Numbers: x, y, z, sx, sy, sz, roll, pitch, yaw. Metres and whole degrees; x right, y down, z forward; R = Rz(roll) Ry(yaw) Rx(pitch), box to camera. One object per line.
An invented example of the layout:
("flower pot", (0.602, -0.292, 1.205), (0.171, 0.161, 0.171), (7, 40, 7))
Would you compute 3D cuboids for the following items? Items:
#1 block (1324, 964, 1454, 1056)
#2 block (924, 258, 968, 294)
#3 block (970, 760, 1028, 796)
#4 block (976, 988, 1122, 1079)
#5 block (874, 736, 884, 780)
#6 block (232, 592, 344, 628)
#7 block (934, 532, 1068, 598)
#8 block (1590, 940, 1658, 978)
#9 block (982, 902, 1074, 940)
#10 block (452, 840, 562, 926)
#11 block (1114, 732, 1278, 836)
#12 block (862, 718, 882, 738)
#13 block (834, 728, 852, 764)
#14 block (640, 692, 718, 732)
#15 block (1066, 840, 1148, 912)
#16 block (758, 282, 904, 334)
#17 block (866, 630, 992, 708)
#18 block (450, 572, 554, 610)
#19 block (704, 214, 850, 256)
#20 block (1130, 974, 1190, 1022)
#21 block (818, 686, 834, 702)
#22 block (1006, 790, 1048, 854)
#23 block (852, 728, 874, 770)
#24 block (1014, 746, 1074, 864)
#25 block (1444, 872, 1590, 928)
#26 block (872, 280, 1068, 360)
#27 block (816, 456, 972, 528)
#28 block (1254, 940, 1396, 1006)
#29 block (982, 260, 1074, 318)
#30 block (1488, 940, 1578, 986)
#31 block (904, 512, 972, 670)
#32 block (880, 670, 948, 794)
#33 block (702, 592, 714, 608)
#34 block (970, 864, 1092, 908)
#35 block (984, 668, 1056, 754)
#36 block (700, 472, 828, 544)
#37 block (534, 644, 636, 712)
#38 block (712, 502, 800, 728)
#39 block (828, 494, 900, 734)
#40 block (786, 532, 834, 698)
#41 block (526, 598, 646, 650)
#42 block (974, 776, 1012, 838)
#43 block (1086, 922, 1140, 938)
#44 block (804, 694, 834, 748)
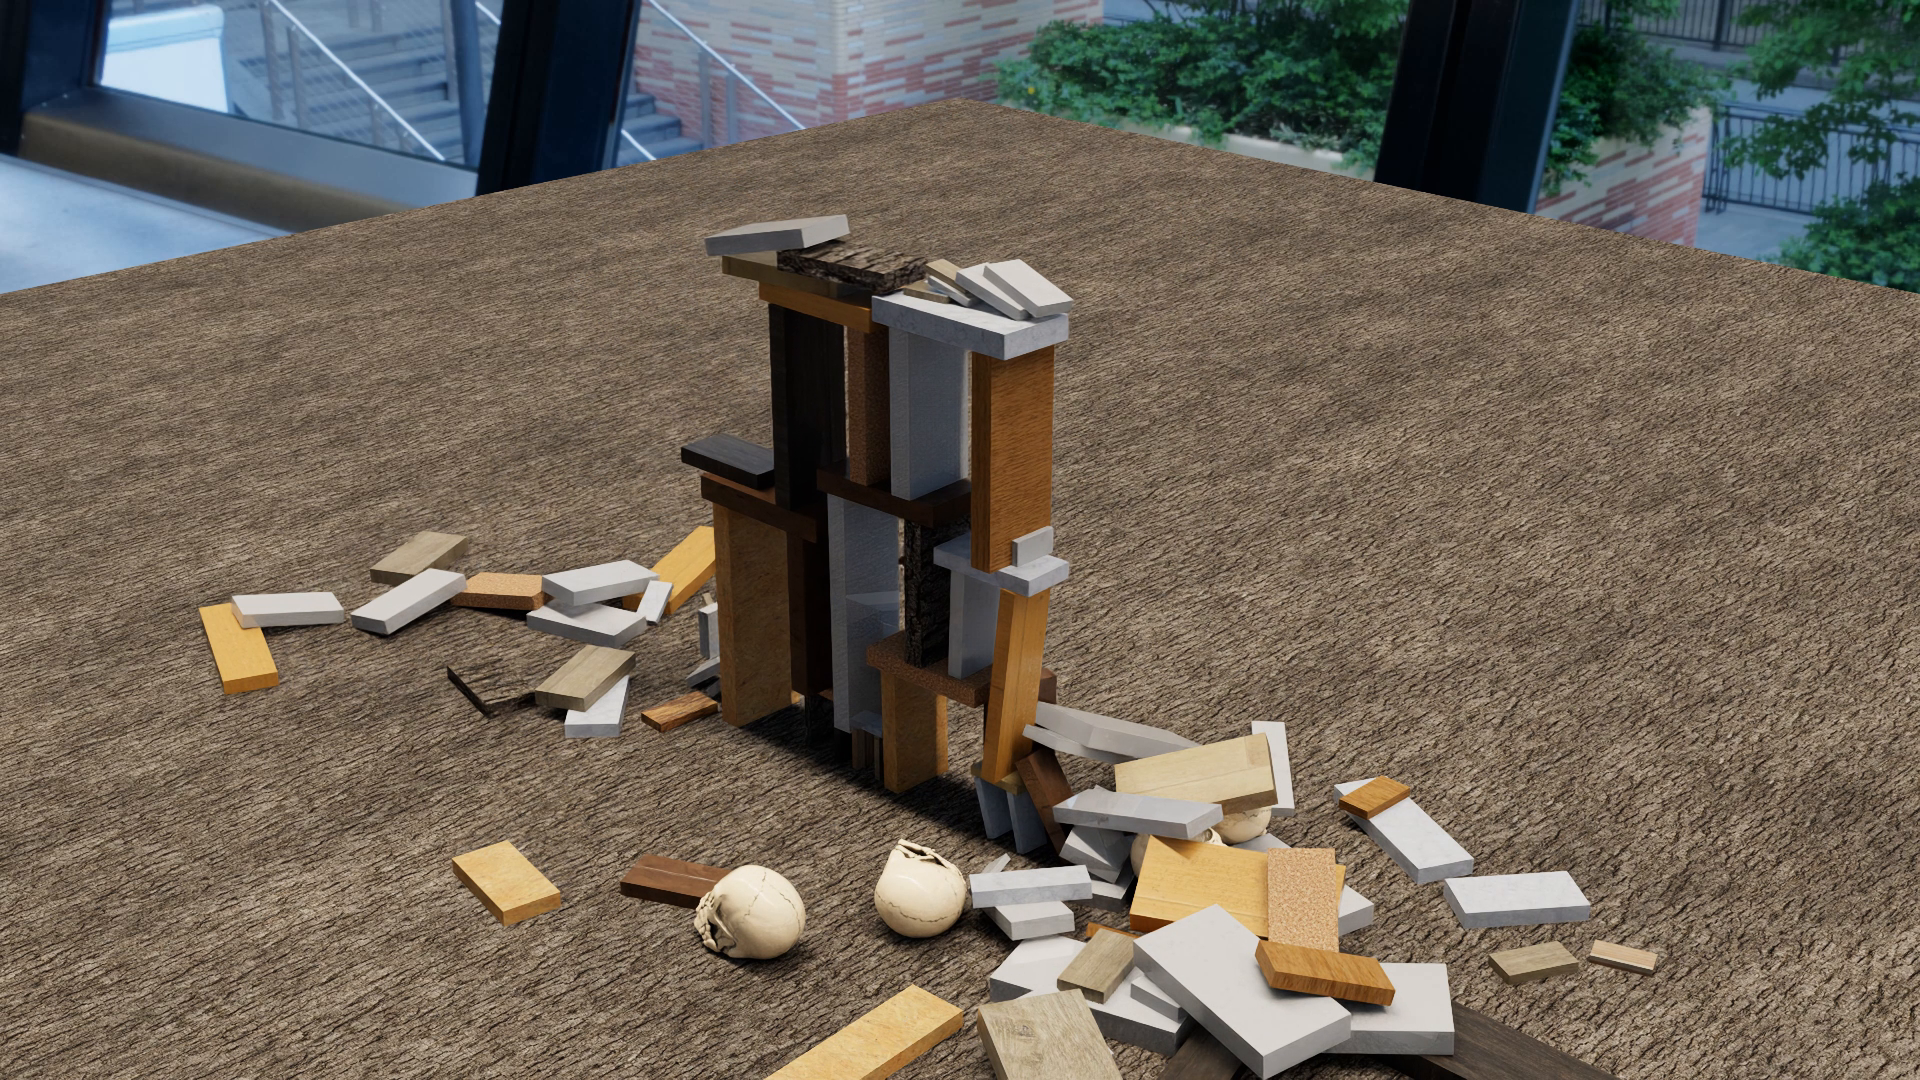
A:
("block", (0.648, 0.789, 3.712), (0.349, 0.049, 0.175), (-1, 28, 8))
("block", (-0.011, -0.488, 4.068), (0.102, 0.014, 0.051), (32, 36, 28))
("block", (0.088, 0.462, 4.323), (0.064, 0.018, 0.128), (-21, 30, -40))
("block", (0.165, 0.879, 3.549), (0.179, 0.051, 0.358), (-7, 33, -15))
("block", (-0.154, 0.445, 4.580), (0.015, 0.103, 0.051), (21, 31, 40))
("block", (-1.612, 0.166, 5.272), (0.237, 0.034, 0.118), (-2, 22, -31))
("block", (0.077, 0.043, 4.171), (0.236, 0.033, 0.118), (19, 29, 37))
("block", (1.196, 0.754, 3.964), (0.110, 0.016, 0.055), (10, 25, 23))
("block", (0.118, 0.677, 4.044), (0.117, 0.033, 0.234), (-6, 8, -15))
("block", (-0.864, 0.651, 4.184), (0.116, 0.033, 0.231), (-16, 28, -32))
("block", (0.454, 0.472, 4.250), (0.302, 0.043, 0.151), (-14, 39, 11))
("block", (-0.179, 0.382, 4.580), (0.103, 0.015, 0.051), (21, 31, 41))
("block", (-0.233, 0.396, 4.648), (0.070, 0.140, 0.020), (-21, 31, -41))
("block", (-0.618, 0.378, 4.842), (0.152, 0.022, 0.076), (-20, 30, -38))
("block", (0.290, 0.636, 4.221), (0.109, 0.031, 0.219), (9, 25, 20))
("block", (-0.227, -0.473, 4.267), (0.315, 0.045, 0.157), (21, 31, 40))
("block", (-0.032, 0.249, 4.385), (0.287, 0.041, 0.144), (19, 30, 38))
("block", (-1.105, 0.125, 5.373), (0.257, 0.036, 0.129), (2, 22, 27))
("block", (-0.359, -0.594, 4.294), (0.264, 0.037, 0.132), (1, 19, 40))
("block", (0.405, 0.758, 3.810), (0.211, 0.030, 0.106), (-21, 31, -41))
("block", (-0.267, 0.308, 4.649), (0.070, 0.020, 0.140), (-21, 31, -40))
("block", (0.131, 0.544, 4.314), (0.064, 0.128, 0.018), (-19, 14, -37))
("block", (-0.203, 0.426, 4.624), (0.015, 0.103, 0.051), (21, 31, 41))
("block", (0.187, 0.512, 4.276), (0.031, 0.219, 0.109), (-26, -1, 27))
("block", (1.044, 0.675, 4.127), (0.239, 0.034, 0.120), (-3, 23, -6))
("block", (0.016, -0.409, 4.049), (0.339, 0.048, 0.170), (21, 31, 40))
("block", (-0.116, -0.104, 4.316), (0.310, 0.044, 0.155), (19, 29, 37))
("block", (0.608, 0.722, 3.670), (0.212, 0.030, 0.106), (11, 17, -11))
("block", (0.123, -0.457, 3.987), (0.081, 0.023, 0.163), (-14, 41, -35))
("block", (1.029, 0.759, 3.947), (0.141, 0.020, 0.071), (-7, 24, -16))
("block", (-0.040, 0.084, 4.327), (0.044, 0.310, 0.155), (20, 30, 38))
("block", (-0.093, 0.365, 4.532), (0.144, 0.287, 0.041), (-21, 29, -40))
("block", (-0.598, 0.177, 5.269), (0.016, 0.058, 0.116), (-7, 24, -15))
("block", (0.130, 0.641, 4.067), (0.219, 0.031, 0.109), (-4, 8, -2))
("block", (0.120, 0.409, 4.430), (0.144, 0.287, 0.041), (-12, 26, -25))
("block", (-0.355, -0.089, 4.579), (0.358, 0.051, 0.179), (21, 31, 40))
("block", (-0.834, 0.307, 4.909), (0.121, 0.034, 0.242), (8, 24, 18))
("block", (-0.440, 0.139, 4.768), (0.051, 0.518, 0.179), (21, 31, 41))
("block", (-0.193, 0.130, 4.489), (0.044, 0.520, 0.155), (19, 29, 38))
("block", (-0.271, 0.131, 4.583), (0.179, 0.358, 0.051), (-21, 31, -40))
("block", (-0.892, 0.195, 5.255), (0.257, 0.036, 0.128), (12, 26, 25))
("block", (0.070, 0.522, 4.368), (0.064, 0.128, 0.018), (-21, 12, -40))
("block", (0.325, 0.726, 3.959), (0.178, 0.025, 0.089), (12, -8, 26))
("block", (-0.299, 0.370, 4.710), (0.070, 0.140, 0.020), (-21, 31, -40))
